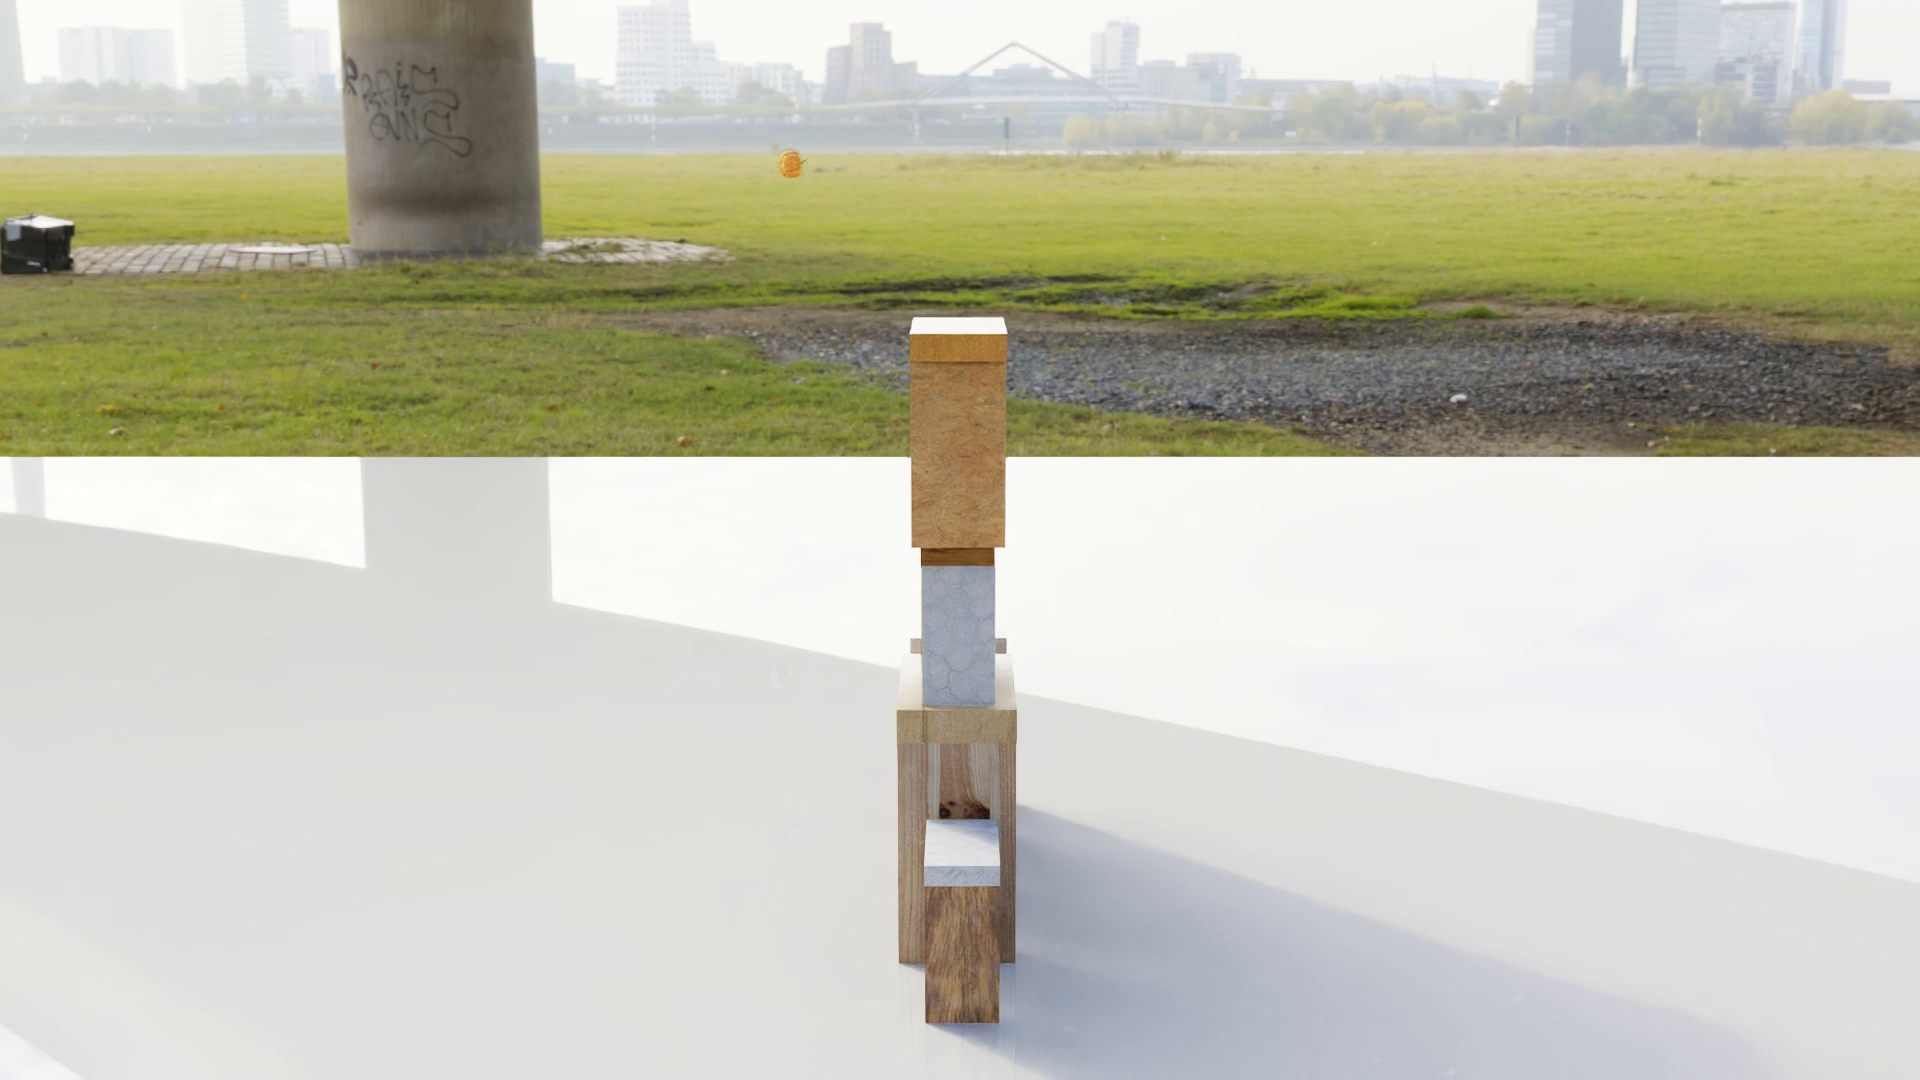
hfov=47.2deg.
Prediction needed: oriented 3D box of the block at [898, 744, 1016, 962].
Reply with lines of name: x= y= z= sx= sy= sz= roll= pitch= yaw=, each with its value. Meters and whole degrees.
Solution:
block: x=-0.005 y=0.467 z=3.355 sx=0.179 sy=0.357 sz=0.051 roll=0 pitch=11 yaw=0

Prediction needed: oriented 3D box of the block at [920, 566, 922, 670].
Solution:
block: x=-0.005 y=0.090 z=3.494 sx=0.116 sy=0.231 sz=0.033 roll=0 pitch=11 yaw=0

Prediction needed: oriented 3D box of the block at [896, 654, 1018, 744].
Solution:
block: x=-0.005 y=0.244 z=3.435 sx=0.179 sy=0.051 sz=0.357 roll=0 pitch=11 yaw=0

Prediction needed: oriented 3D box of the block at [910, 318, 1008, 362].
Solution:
block: x=-0.002 y=-0.298 z=3.249 sx=0.137 sy=0.039 sz=0.275 roll=0 pitch=11 yaw=0

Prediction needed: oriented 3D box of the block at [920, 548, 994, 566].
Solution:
block: x=-0.003 y=0.003 z=3.324 sx=0.108 sy=0.031 sz=0.217 roll=0 pitch=11 yaw=0

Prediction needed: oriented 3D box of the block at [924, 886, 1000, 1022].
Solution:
block: x=0.003 y=0.582 z=3.132 sx=0.106 sy=0.212 sz=0.030 roll=0 pitch=11 yaw=0

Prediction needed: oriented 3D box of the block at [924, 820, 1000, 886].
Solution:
block: x=0.003 y=0.451 z=3.179 sx=0.106 sy=0.030 sz=0.211 roll=0 pitch=11 yaw=0

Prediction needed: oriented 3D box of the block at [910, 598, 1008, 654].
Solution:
block: x=-0.002 y=0.163 z=3.990 sx=0.169 sy=0.048 sz=0.337 roll=0 pitch=11 yaw=0

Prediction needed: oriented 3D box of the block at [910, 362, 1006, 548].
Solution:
block: x=-0.002 y=-0.127 z=3.187 sx=0.137 sy=0.274 sz=0.039 roll=0 pitch=11 yaw=0

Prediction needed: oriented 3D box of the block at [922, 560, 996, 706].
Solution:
block: x=-0.002 y=0.138 z=3.275 sx=0.108 sy=0.217 sz=0.031 roll=0 pitch=11 yaw=-2
